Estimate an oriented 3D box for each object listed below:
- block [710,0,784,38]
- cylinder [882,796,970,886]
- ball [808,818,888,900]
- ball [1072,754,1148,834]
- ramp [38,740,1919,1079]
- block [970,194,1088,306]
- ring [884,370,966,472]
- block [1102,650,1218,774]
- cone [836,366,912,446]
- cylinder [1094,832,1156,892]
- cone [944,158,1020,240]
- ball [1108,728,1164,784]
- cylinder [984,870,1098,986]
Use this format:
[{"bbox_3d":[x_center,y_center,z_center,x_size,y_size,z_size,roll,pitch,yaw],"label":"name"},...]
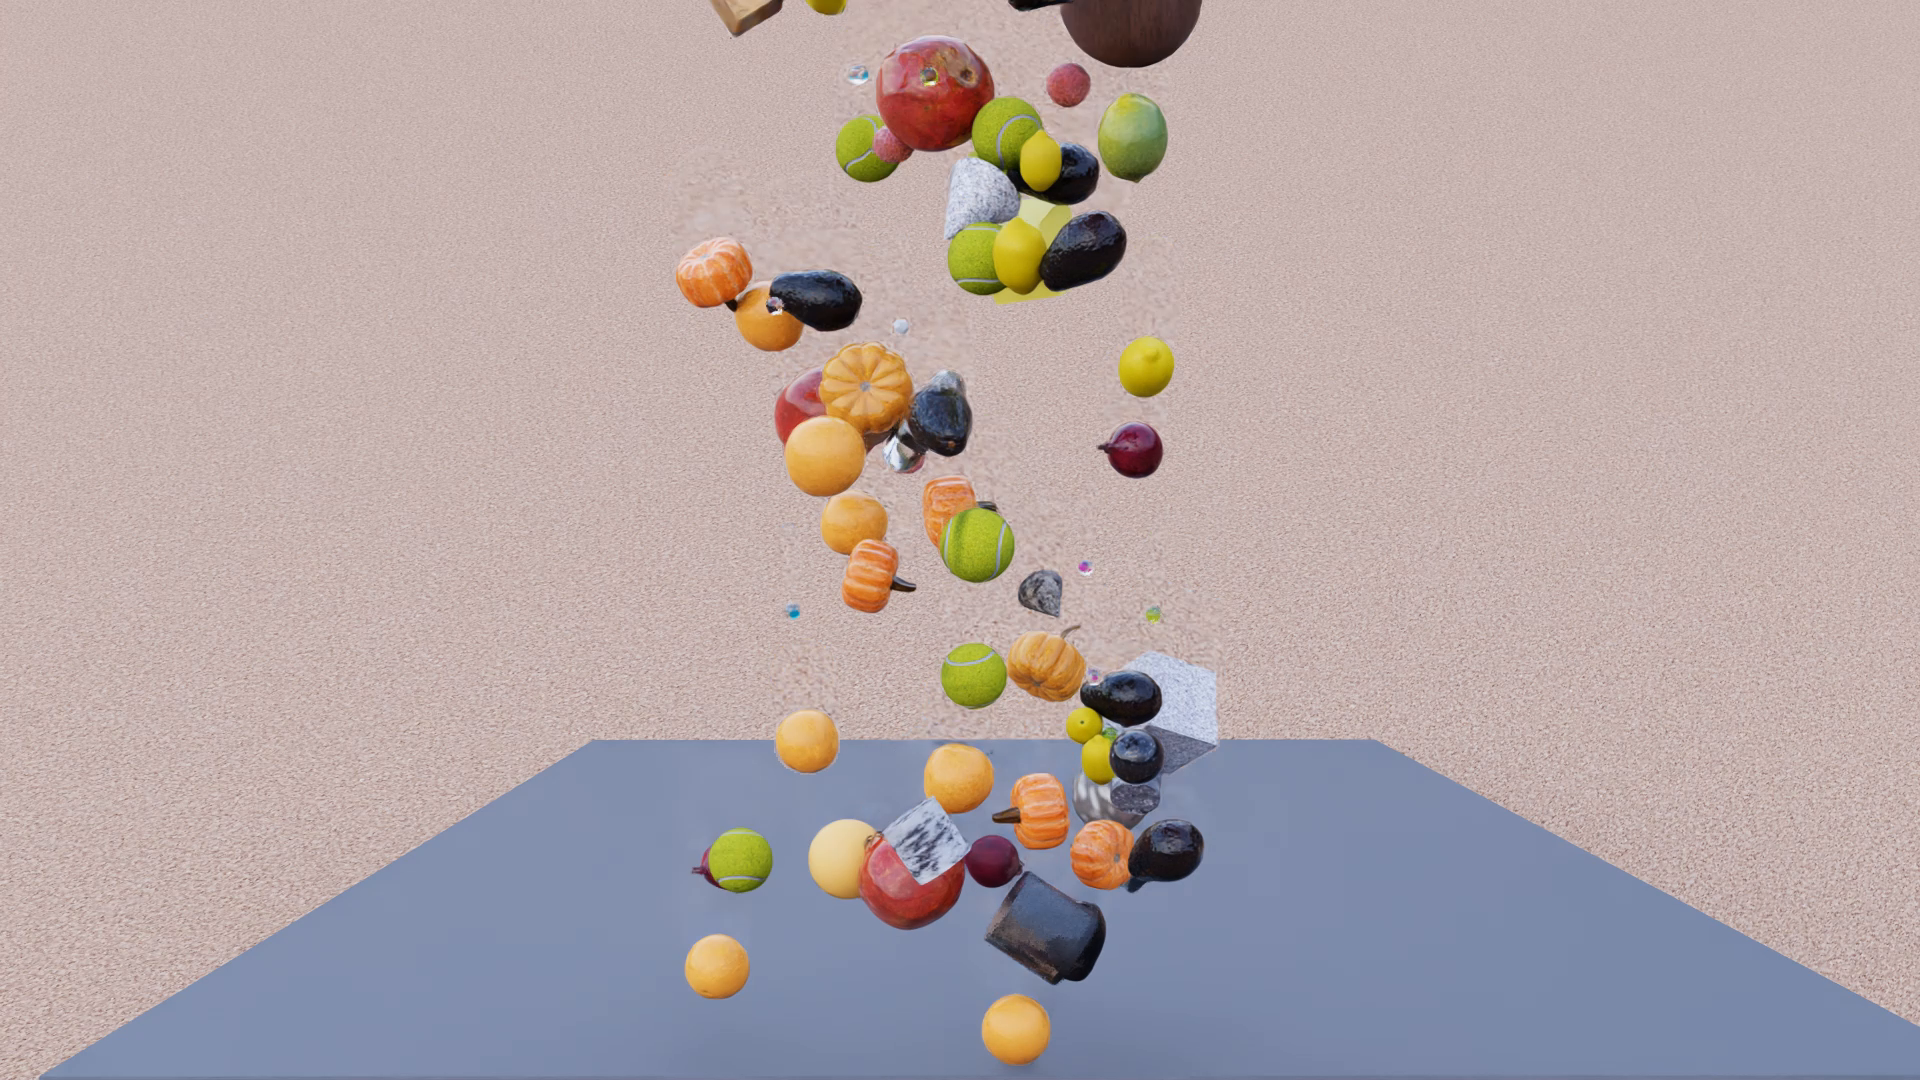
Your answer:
[{"bbox_3d":[-0.200,-0.509,2.402,0.052,0.052,0.052,-33,-1,-12],"label":"block"},{"bbox_3d":[-0.033,0.294,2.531,0.062,0.062,0.062,-35,2,1],"label":"cylinder"},{"bbox_3d":[-0.120,0.343,2.778,0.086,0.086,0.086,0,29,0],"label":"ball"},{"bbox_3d":[0.174,0.291,2.962,0.092,0.092,0.092,0,29,0],"label":"ball"},{"bbox_3d":[0.064,0.577,4.622,2.000,0.100,4.000,0,0,0],"label":"ramp"},{"bbox_3d":[0.070,-0.290,2.576,0.075,0.075,0.075,-5,32,32],"label":"block"},{"bbox_3d":[-0.034,-0.114,2.479,0.038,0.113,0.113,35,33,-1],"label":"ring"},{"bbox_3d":[0.226,0.196,2.926,0.093,0.093,0.093,18,56,-26],"label":"block"},{"bbox_3d":[-0.067,-0.136,2.664,0.085,0.085,0.085,-25,21,-37],"label":"cone"},{"bbox_3d":[0.198,0.385,3.087,0.053,0.053,0.053,35,42,29],"label":"cylinder"},{"bbox_3d":[0.004,-0.310,2.471,0.078,0.078,0.078,18,54,29],"label":"cone"},{"bbox_3d":[0.173,0.212,2.526,0.054,0.054,0.054,0,29,0],"label":"ball"},{"bbox_3d":[0.085,0.406,2.710,0.087,0.087,0.087,34,32,-2],"label":"cylinder"}]
